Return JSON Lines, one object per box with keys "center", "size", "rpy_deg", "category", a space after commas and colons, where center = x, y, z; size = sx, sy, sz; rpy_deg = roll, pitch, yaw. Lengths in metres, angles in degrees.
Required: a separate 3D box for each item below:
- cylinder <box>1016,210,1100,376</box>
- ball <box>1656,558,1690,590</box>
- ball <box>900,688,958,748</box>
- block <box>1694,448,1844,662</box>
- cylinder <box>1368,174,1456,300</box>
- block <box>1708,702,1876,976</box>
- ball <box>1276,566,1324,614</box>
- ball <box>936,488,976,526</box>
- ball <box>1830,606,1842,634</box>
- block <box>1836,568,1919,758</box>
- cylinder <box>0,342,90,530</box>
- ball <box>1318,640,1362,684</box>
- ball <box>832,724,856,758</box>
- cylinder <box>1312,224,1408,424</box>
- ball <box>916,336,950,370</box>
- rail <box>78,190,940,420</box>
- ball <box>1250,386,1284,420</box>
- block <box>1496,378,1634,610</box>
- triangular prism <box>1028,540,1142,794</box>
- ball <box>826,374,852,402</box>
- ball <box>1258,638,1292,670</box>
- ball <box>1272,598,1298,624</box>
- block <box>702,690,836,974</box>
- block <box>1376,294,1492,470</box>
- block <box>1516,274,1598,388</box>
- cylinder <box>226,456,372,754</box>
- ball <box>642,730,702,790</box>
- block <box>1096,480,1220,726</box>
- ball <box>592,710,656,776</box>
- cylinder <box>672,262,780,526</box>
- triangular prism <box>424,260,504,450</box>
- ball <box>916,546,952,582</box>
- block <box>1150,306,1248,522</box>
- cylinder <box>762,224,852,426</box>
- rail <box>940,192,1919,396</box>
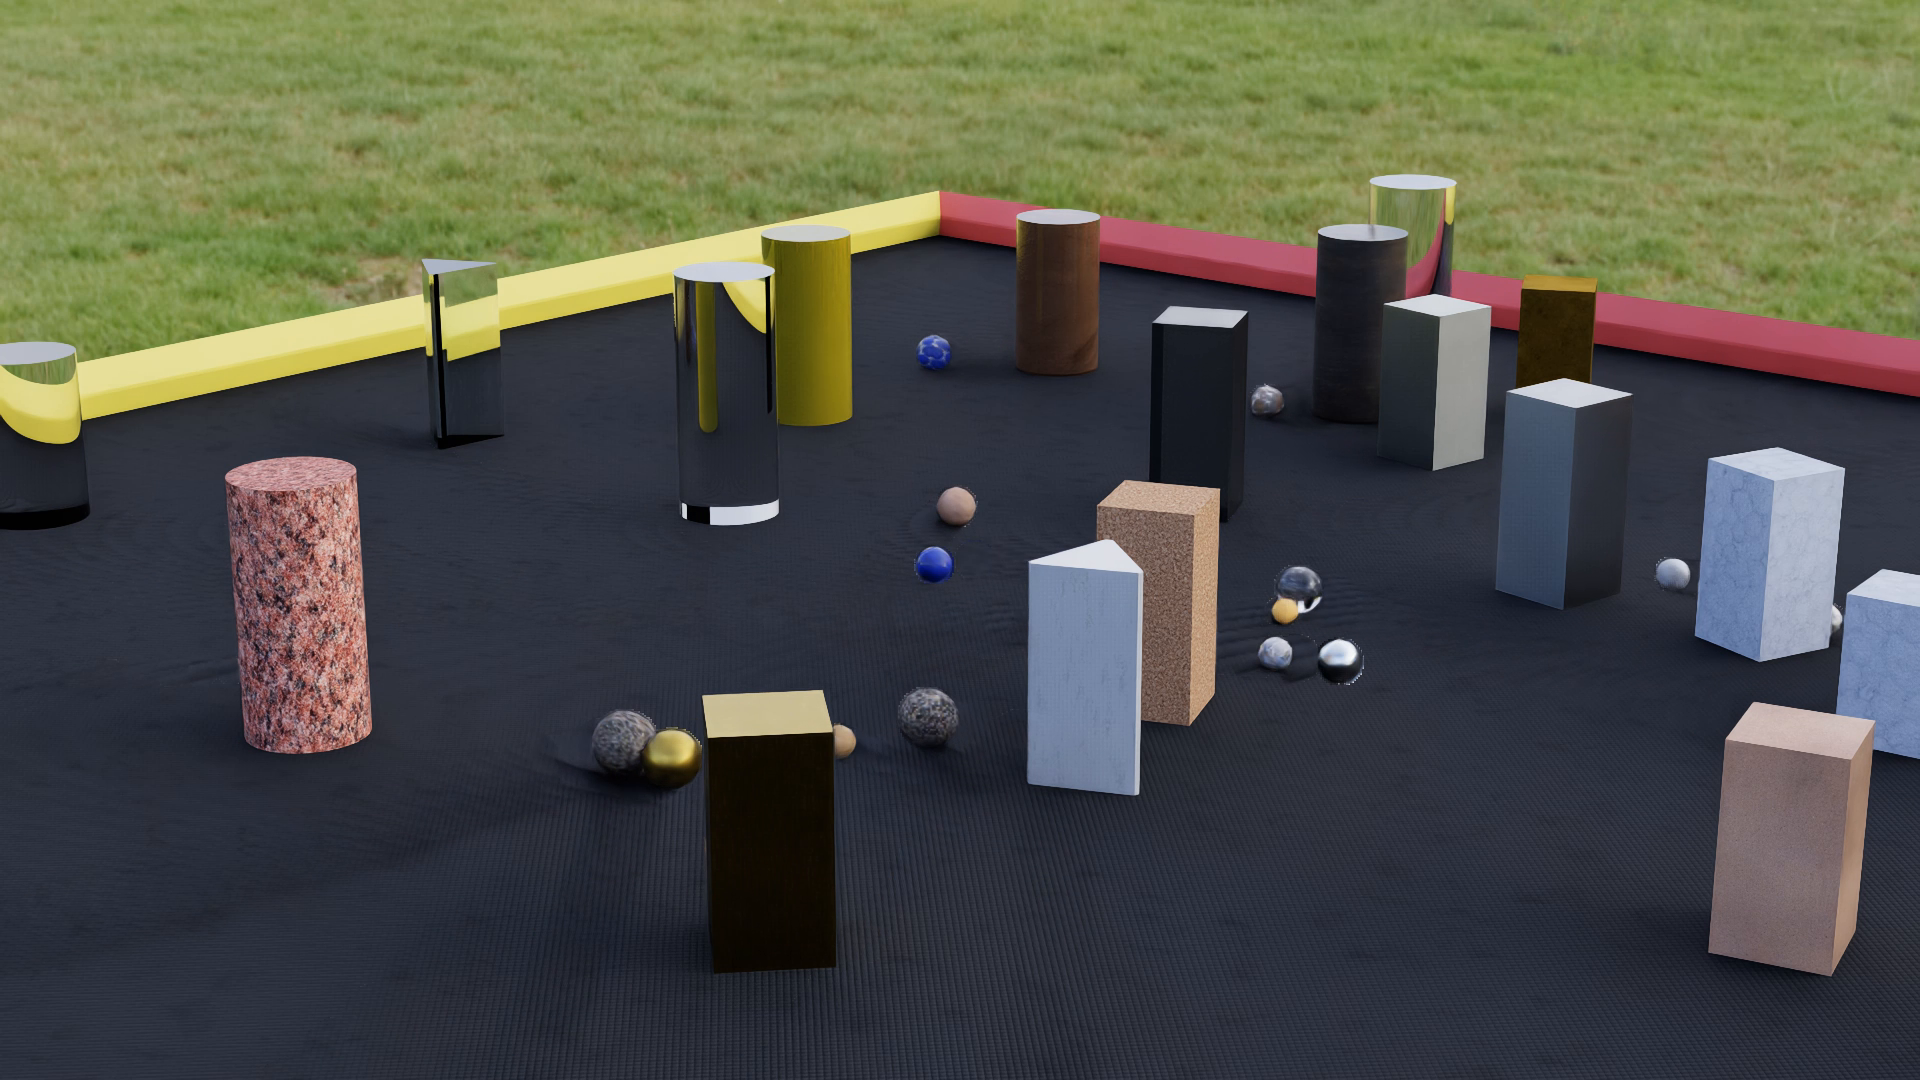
{"center": [0.224, -0.567, 6.712], "size": [0.191, 0.351, 0.191], "rpy_deg": [0, 17, 0], "category": "cylinder"}
{"center": [1.251, 0.060, 5.141], "size": [0.058, 0.058, 0.058], "rpy_deg": [0, 17, 0], "category": "ball"}
{"center": [-0.047, 0.267, 4.405], "size": [0.089, 0.089, 0.089], "rpy_deg": [0, 17, 0], "category": "ball"}
{"center": [1.334, 0.022, 4.837], "size": [0.153, 0.307, 0.153], "rpy_deg": [-9, 19, -27], "category": "block"}
{"center": [1.000, -0.571, 6.539], "size": [0.191, 0.459, 0.191], "rpy_deg": [0, 17, 0], "category": "cylinder"}
{"center": [1.050, 0.375, 3.702], "size": [0.153, 0.288, 0.153], "rpy_deg": [9, 19, 26], "category": "block"}
{"center": [0.581, 0.085, 5.020], "size": [0.081, 0.081, 0.081], "rpy_deg": [0, 17, 0], "category": "ball"}
{"center": [-0.007, -0.063, 5.522], "size": [0.073, 0.073, 0.073], "rpy_deg": [0, 17, 0], "category": "ball"}
{"center": [1.449, 0.133, 4.910], "size": [0.053, 0.053, 0.053], "rpy_deg": [0, 17, 0], "category": "ball"}
{"center": [1.428, 0.187, 4.419], "size": [0.153, 0.234, 0.153], "rpy_deg": [12, 21, 34], "category": "block"}
{"center": [-1.758, -0.198, 5.547], "size": [0.191, 0.319, 0.191], "rpy_deg": [0, 17, 0], "category": "cylinder"}
{"center": [0.605, 0.194, 4.677], "size": [0.070, 0.070, 0.070], "rpy_deg": [0, 17, 0], "category": "ball"}
{"center": [-0.180, 0.300, 4.361], "size": [0.050, 0.050, 0.050], "rpy_deg": [0, 17, 0], "category": "ball"}
{"center": [0.857, -0.463, 6.288], "size": [0.191, 0.397, 0.191], "rpy_deg": [0, 17, 0], "category": "cylinder"}
{"center": [-0.060, -0.430, 6.727], "size": [0.080, 0.080, 0.080], "rpy_deg": [0, 17, 0], "category": "ball"}
{"center": [-1.653, -0.384, 6.495], "size": [0.045, 0.124, 4.918], "rpy_deg": [14, 22, 39], "category": "rail"}
{"center": [0.658, -0.295, 6.292], "size": [0.072, 0.072, 0.072], "rpy_deg": [0, 17, 0], "category": "ball"}
{"center": [1.048, -0.082, 5.091], "size": [0.153, 0.358, 0.153], "rpy_deg": [-13, 21, -37], "category": "block"}
{"center": [0.197, 0.180, 4.264], "size": [0.165, 0.336, 0.143], "rpy_deg": [5, 18, 16], "category": "triangular prism"}
{"center": [-0.266, -0.334, 6.444], "size": [0.060, 0.060, 0.060], "rpy_deg": [0, 17, 0], "category": "ball"}
{"center": [0.510, 0.184, 4.737], "size": [0.055, 0.055, 0.055], "rpy_deg": [0, 17, 0], "category": "ball"}
{"center": [0.550, 0.120, 4.962], "size": [0.044, 0.044, 0.044], "rpy_deg": [0, 17, 0], "category": "ball"}
{"center": [-0.240, 0.365, 3.689], "size": [0.153, 0.314, 0.153], "rpy_deg": [-2, 17, -7], "category": "block"}
{"center": [0.963, -0.322, 5.959], "size": [0.153, 0.317, 0.153], "rpy_deg": [-13, 21, -37], "category": "block"}
{"center": [1.277, -0.407, 6.284], "size": [0.153, 0.292, 0.153], "rpy_deg": [4, 17, 13], "category": "block"}
{"center": [-0.994, 0.097, 4.416], "size": [0.191, 0.408, 0.191], "rpy_deg": [0, 17, 0], "category": "cylinder"}
{"center": [-0.417, 0.317, 4.242], "size": [0.086, 0.086, 0.086], "rpy_deg": [0, 17, 0], "category": "ball"}
{"center": [0.305, 0.096, 4.542], "size": [0.153, 0.337, 0.153], "rpy_deg": [6, 18, 18], "category": "block"}
{"center": [-0.491, 0.298, 4.291], "size": [0.095, 0.095, 0.095], "rpy_deg": [0, 17, 0], "category": "ball"}
{"center": [-0.442, -0.279, 5.557], "size": [0.191, 0.467, 0.191], "rpy_deg": [0, 17, 0], "category": "cylinder"}
{"center": [-1.067, -0.394, 6.111], "size": [0.143, 0.368, 0.165], "rpy_deg": [16, 23, 43], "category": "triangular prism"}
{"center": [-0.046, 0.043, 5.189], "size": [0.063, 0.063, 0.063], "rpy_deg": [0, 17, 0], "category": "ball"}
{"center": [0.454, -0.241, 5.586], "size": [0.153, 0.377, 0.153], "rpy_deg": [5, 17, 16], "category": "block"}
{"center": [-0.327, -0.461, 6.278], "size": [0.191, 0.398, 0.191], "rpy_deg": [0, 17, 0], "category": "cylinder"}
{"center": [1.597, -0.501, 6.881], "size": [4.426, 0.124, 0.045], "rpy_deg": [14, 22, 39], "category": "rail"}
